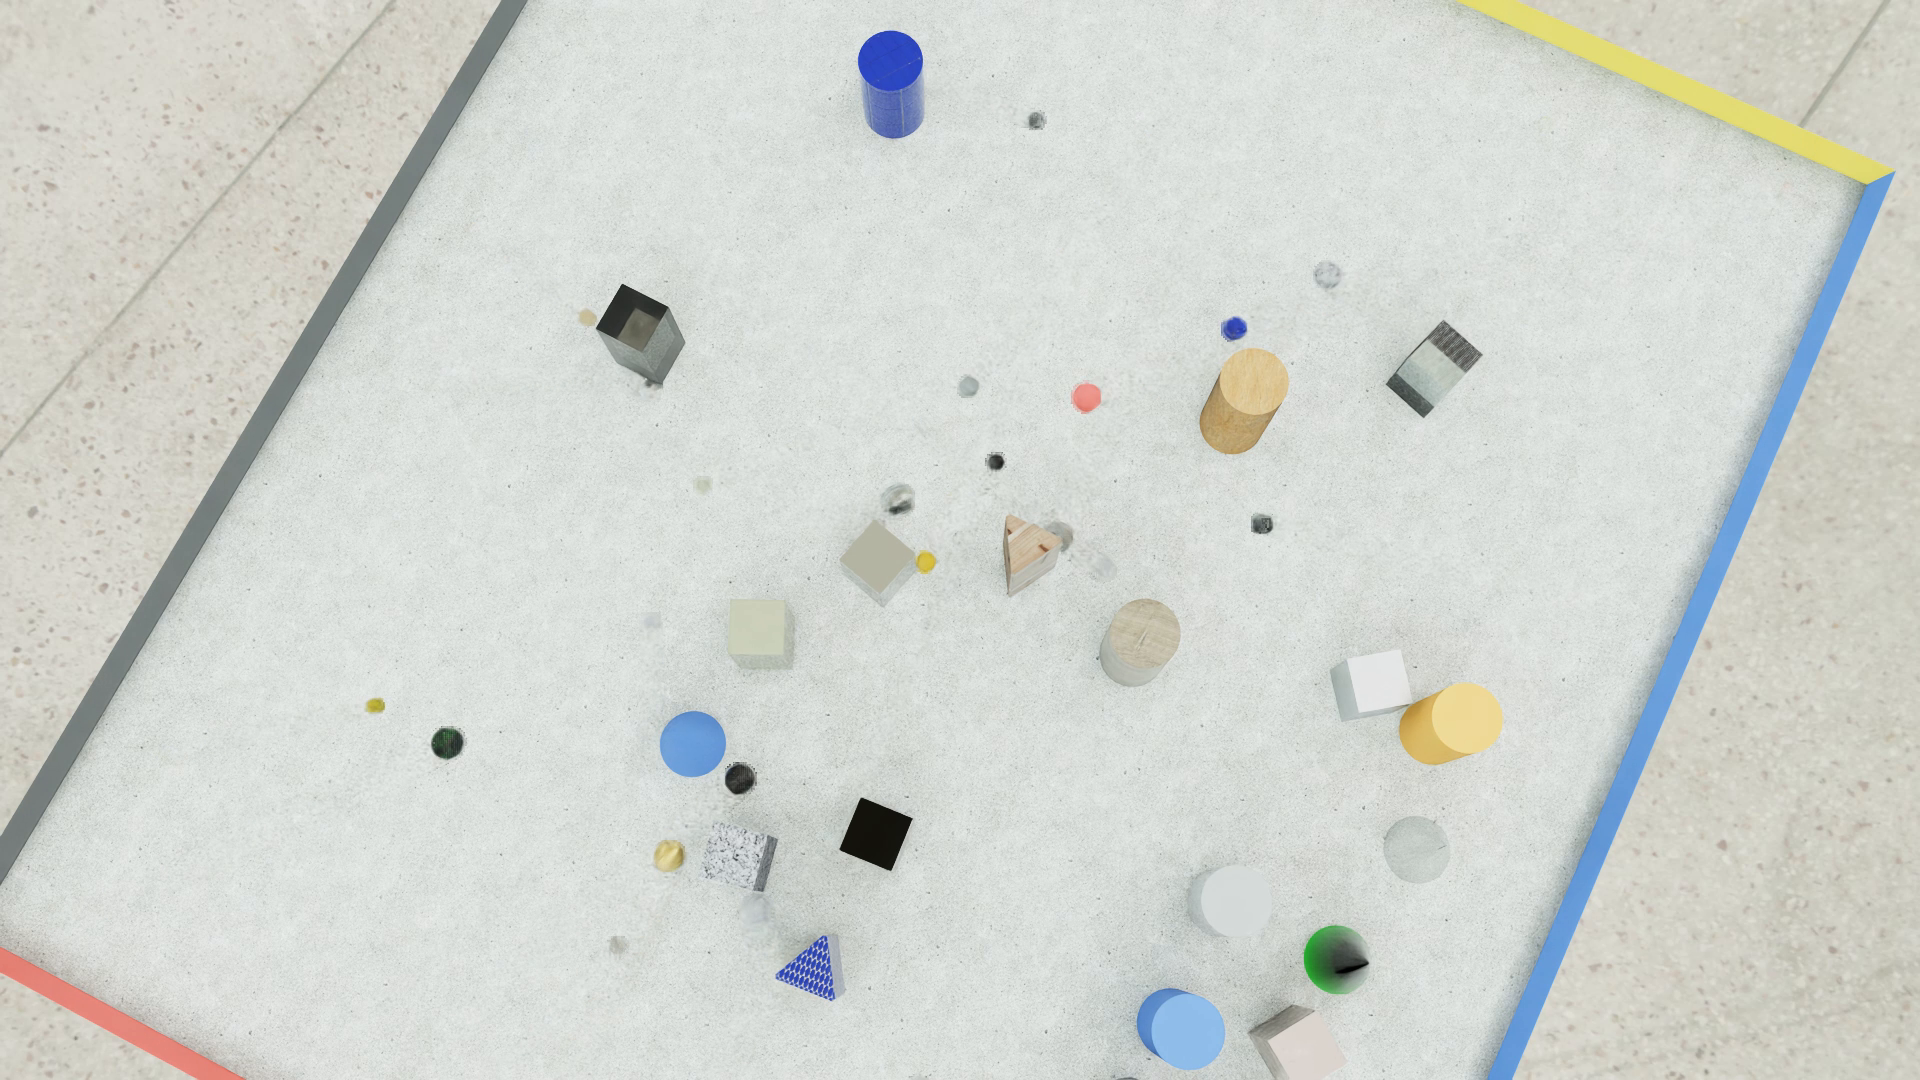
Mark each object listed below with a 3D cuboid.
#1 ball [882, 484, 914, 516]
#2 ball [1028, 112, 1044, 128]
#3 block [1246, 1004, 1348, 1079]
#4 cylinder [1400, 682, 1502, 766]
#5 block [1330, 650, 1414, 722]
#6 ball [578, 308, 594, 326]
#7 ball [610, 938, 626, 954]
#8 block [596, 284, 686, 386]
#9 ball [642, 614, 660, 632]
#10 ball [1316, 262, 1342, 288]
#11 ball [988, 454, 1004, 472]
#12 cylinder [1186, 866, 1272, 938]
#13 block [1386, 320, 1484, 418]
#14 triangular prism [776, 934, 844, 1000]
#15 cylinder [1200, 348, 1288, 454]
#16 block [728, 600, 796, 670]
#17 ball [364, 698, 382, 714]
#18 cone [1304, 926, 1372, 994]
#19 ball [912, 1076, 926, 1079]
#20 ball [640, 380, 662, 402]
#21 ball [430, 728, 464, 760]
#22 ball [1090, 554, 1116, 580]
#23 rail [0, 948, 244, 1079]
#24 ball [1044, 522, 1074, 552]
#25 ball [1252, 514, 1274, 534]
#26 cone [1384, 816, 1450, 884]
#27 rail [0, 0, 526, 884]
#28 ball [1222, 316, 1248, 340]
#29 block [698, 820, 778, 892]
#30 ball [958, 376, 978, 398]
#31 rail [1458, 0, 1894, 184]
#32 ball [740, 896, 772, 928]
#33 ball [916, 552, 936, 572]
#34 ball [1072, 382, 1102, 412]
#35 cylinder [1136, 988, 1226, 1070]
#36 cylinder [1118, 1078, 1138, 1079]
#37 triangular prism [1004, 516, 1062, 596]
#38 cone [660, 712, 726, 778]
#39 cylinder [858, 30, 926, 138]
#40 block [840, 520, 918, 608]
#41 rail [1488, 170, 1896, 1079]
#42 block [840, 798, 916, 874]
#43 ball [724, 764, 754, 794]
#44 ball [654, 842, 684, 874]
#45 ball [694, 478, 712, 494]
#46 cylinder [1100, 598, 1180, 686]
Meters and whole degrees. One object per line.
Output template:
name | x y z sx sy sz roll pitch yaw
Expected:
ball | -0.191 -0.122 5.591 0.099 0.099 0.099 0 78 0
ball | 0.245 -1.343 5.868 0.051 0.051 0.051 0 78 0
block | 0.941 1.421 5.135 0.159 0.367 0.159 -30 80 -6
cylinder | 1.416 0.536 5.306 0.198 0.390 0.198 0 78 0
block | 1.208 0.431 5.398 0.159 0.253 0.159 -10 78 -2
ball | -1.169 -0.698 5.735 0.051 0.051 0.051 0 78 0
ball | -0.998 1.184 5.346 0.051 0.051 0.051 0 78 0
block | -0.967 -0.620 5.570 0.159 0.343 0.159 27 80 5
ball | -0.934 0.250 5.536 0.056 0.056 0.056 0 78 0
ball | 1.156 -0.831 5.746 0.083 0.083 0.083 0 78 0
ball | 0.111 -0.238 5.639 0.052 0.052 0.052 0 78 0
cylinder | 0.767 1.034 5.237 0.198 0.323 0.198 0 78 0
block | 1.440 -0.517 5.574 0.159 0.293 0.159 44 82 8
triangular prism | -0.391 1.181 5.146 0.172 0.442 0.149 21 79 4
cylinder | 0.843 -0.408 5.469 0.198 0.454 0.198 0 78 0
block | -0.582 0.281 5.397 0.159 0.316 0.159 1 78 0
ball | -1.756 0.497 5.488 0.050 0.050 0.050 0 78 0
cone | 1.105 1.185 5.151 0.198 0.431 0.198 0 78 0
ball | -0.119 1.573 5.257 0.066 0.066 0.066 0 78 0
ball | -0.958 -0.463 5.678 0.068 0.068 0.068 0 78 0
ball | -1.522 0.604 5.443 0.096 0.096 0.096 0 78 0
ball | 0.432 0.084 5.559 0.078 0.078 0.078 0 78 0
rail | -1.044 2.052 5.125 4.184 0.129 0.045 26 80 5
ball | 0.300 -0.010 5.571 0.094 0.094 0.094 0 78 0
ball | 0.925 -0.049 5.594 0.065 0.065 0.065 0 78 0
cone | 1.353 0.882 5.259 0.198 0.343 0.198 0 78 0
rail | -1.850 -0.899 5.736 0.045 0.129 4.717 26 80 5
ball | 0.858 -0.660 5.715 0.076 0.076 0.076 0 78 0
block | -0.636 0.913 5.278 0.159 0.293 0.159 14 79 3
ball | 0.027 -0.475 5.683 0.063 0.063 0.063 0 78 0
rail | 1.044 -2.038 5.972 4.184 0.129 0.045 26 80 5
ball | -0.595 1.085 5.344 0.095 0.095 0.095 0 78 0
ball | -0.102 0.066 5.572 0.061 0.061 0.061 0 78 0
ball | 0.393 -0.441 5.663 0.089 0.089 0.089 0 78 0
cylinder | 0.613 1.362 5.122 0.198 0.416 0.198 0 78 0
cylinder | 0.484 1.604 5.057 0.198 0.446 0.198 0 78 0
triangular prism | 0.178 0.027 5.410 0.172 0.393 0.149 -34 80 -7
cone | -0.800 0.567 5.273 0.198 0.443 0.198 0 78 0
cylinder | -0.211 -1.420 5.733 0.198 0.347 0.198 0 78 0
block | -0.242 0.073 5.477 0.159 0.243 0.159 40 81 8
rail | 1.850 0.913 5.361 0.045 0.129 4.717 26 80 5
block | -0.235 0.855 5.285 0.159 0.304 0.159 22 79 4
ball | -0.652 0.709 5.425 0.088 0.088 0.088 0 78 0
ball | -0.855 0.931 5.377 0.091 0.091 0.091 0 78 0
ball | -0.788 -0.166 5.625 0.052 0.052 0.052 0 78 0
cylinder | 0.520 0.304 5.342 0.198 0.415 0.198 0 78 0
